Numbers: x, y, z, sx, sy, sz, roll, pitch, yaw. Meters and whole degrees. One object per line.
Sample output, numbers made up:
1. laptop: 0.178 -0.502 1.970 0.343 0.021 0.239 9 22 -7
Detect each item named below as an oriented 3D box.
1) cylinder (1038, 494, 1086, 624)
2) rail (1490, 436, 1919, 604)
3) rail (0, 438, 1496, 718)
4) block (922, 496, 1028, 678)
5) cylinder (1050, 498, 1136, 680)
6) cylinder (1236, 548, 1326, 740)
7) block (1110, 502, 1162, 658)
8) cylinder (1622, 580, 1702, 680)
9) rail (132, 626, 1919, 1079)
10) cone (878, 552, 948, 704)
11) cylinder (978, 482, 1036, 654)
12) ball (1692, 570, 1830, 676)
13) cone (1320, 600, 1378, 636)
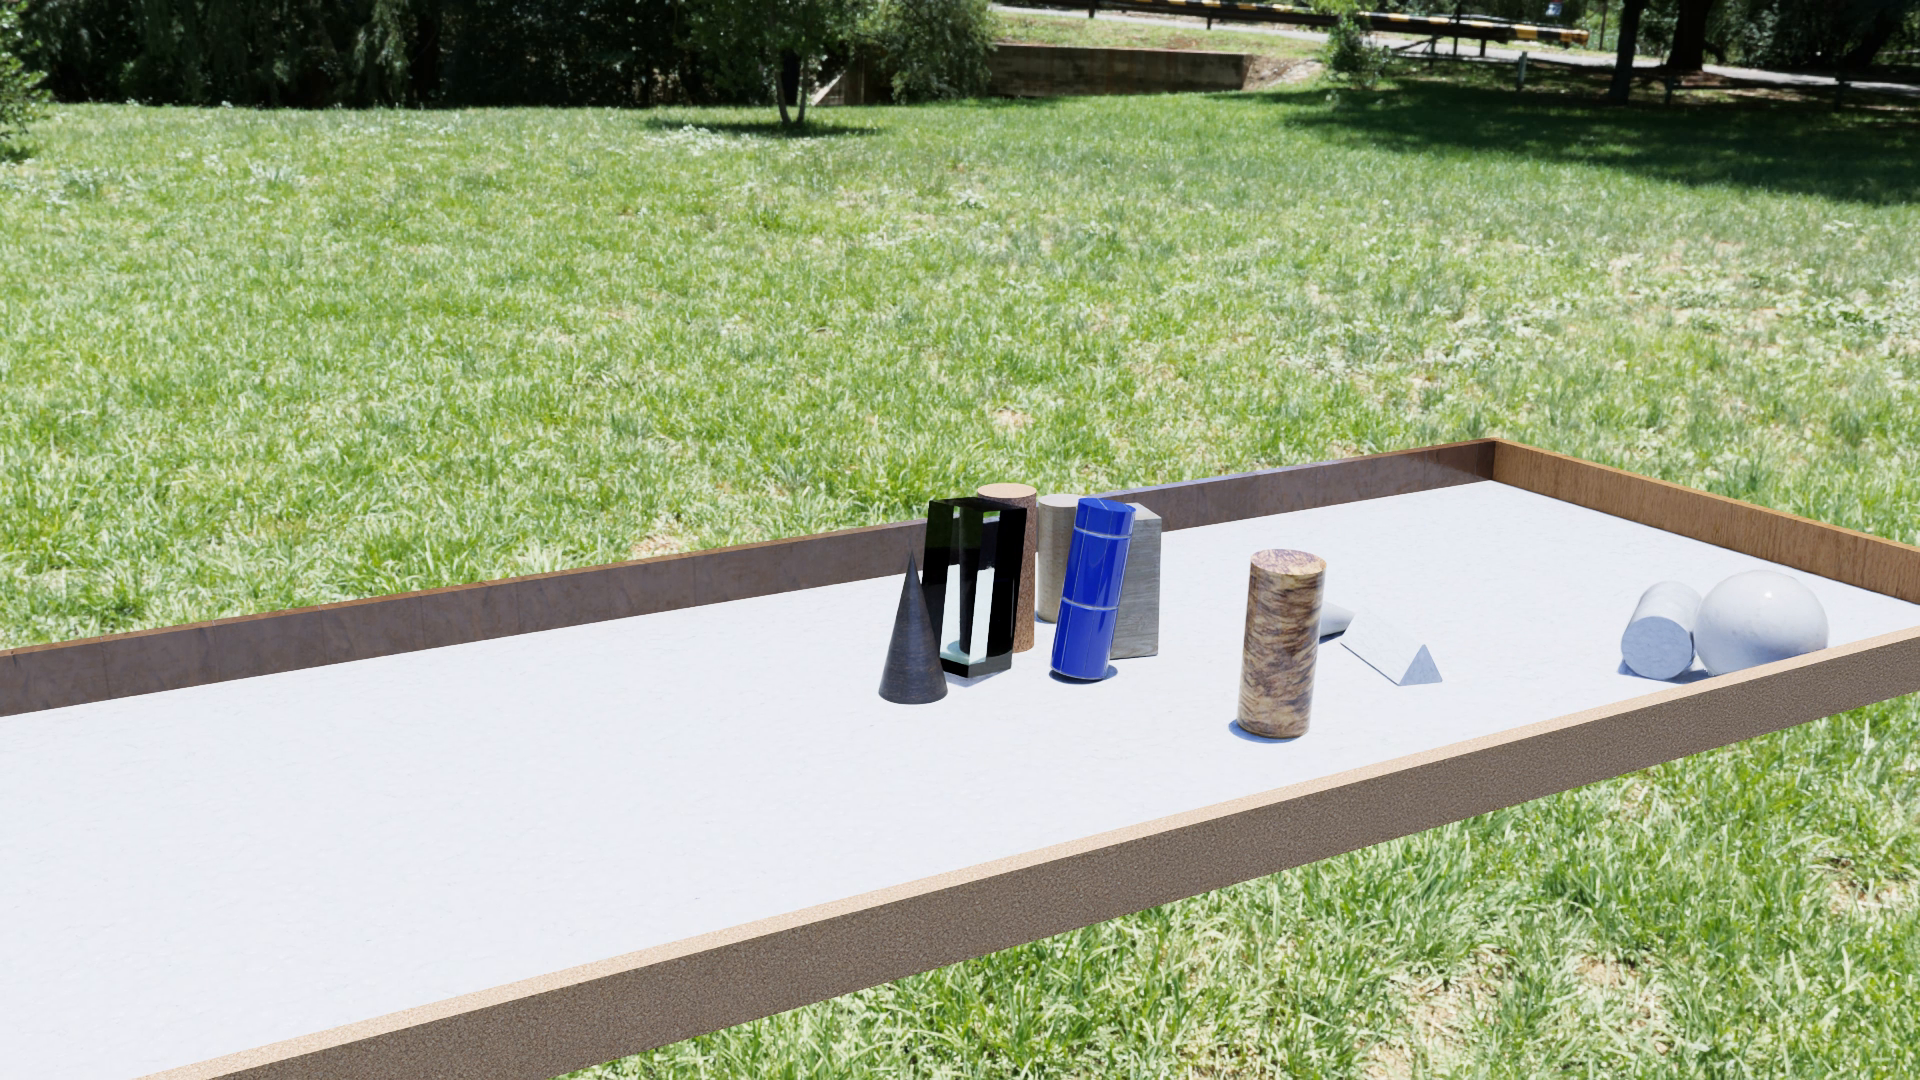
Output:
1. cylinder: 0.287 0.052 4.583 0.141 0.336 0.141 0 16 0
2. rail: 2.466 -0.048 5.253 0.050 0.150 2.100 -9 18 -27
3. rail: -3.305 0.497 3.399 12.000 0.150 0.050 -9 18 -27
4. block: 0.027 0.116 4.180 0.177 0.419 0.177 13 12 38
5. cylinder: 0.333 0.121 4.143 0.147 0.432 0.147 9 12 -2
6. cylinder: 0.740 0.239 3.807 0.171 0.404 0.171 1 19 0
7. block: 0.412 0.107 4.331 0.174 0.368 0.174 -4 15 -14
8. cylinder: 1.826 0.230 4.276 0.167 0.167 0.330 9 19 27
9. rail: -2.336 1.006 1.665 12.000 0.150 0.050 -9 18 -27
10. cone: -0.116 0.197 4.026 0.174 0.370 0.174 0 16 0
11. cylinder: 0.122 0.074 4.350 0.154 0.424 0.154 0 16 0
12. ball: 1.964 0.225 4.050 0.304 0.304 0.304 0 16 0
13. cone: 1.011 0.215 4.486 0.363 0.160 0.160 4 12 -33
